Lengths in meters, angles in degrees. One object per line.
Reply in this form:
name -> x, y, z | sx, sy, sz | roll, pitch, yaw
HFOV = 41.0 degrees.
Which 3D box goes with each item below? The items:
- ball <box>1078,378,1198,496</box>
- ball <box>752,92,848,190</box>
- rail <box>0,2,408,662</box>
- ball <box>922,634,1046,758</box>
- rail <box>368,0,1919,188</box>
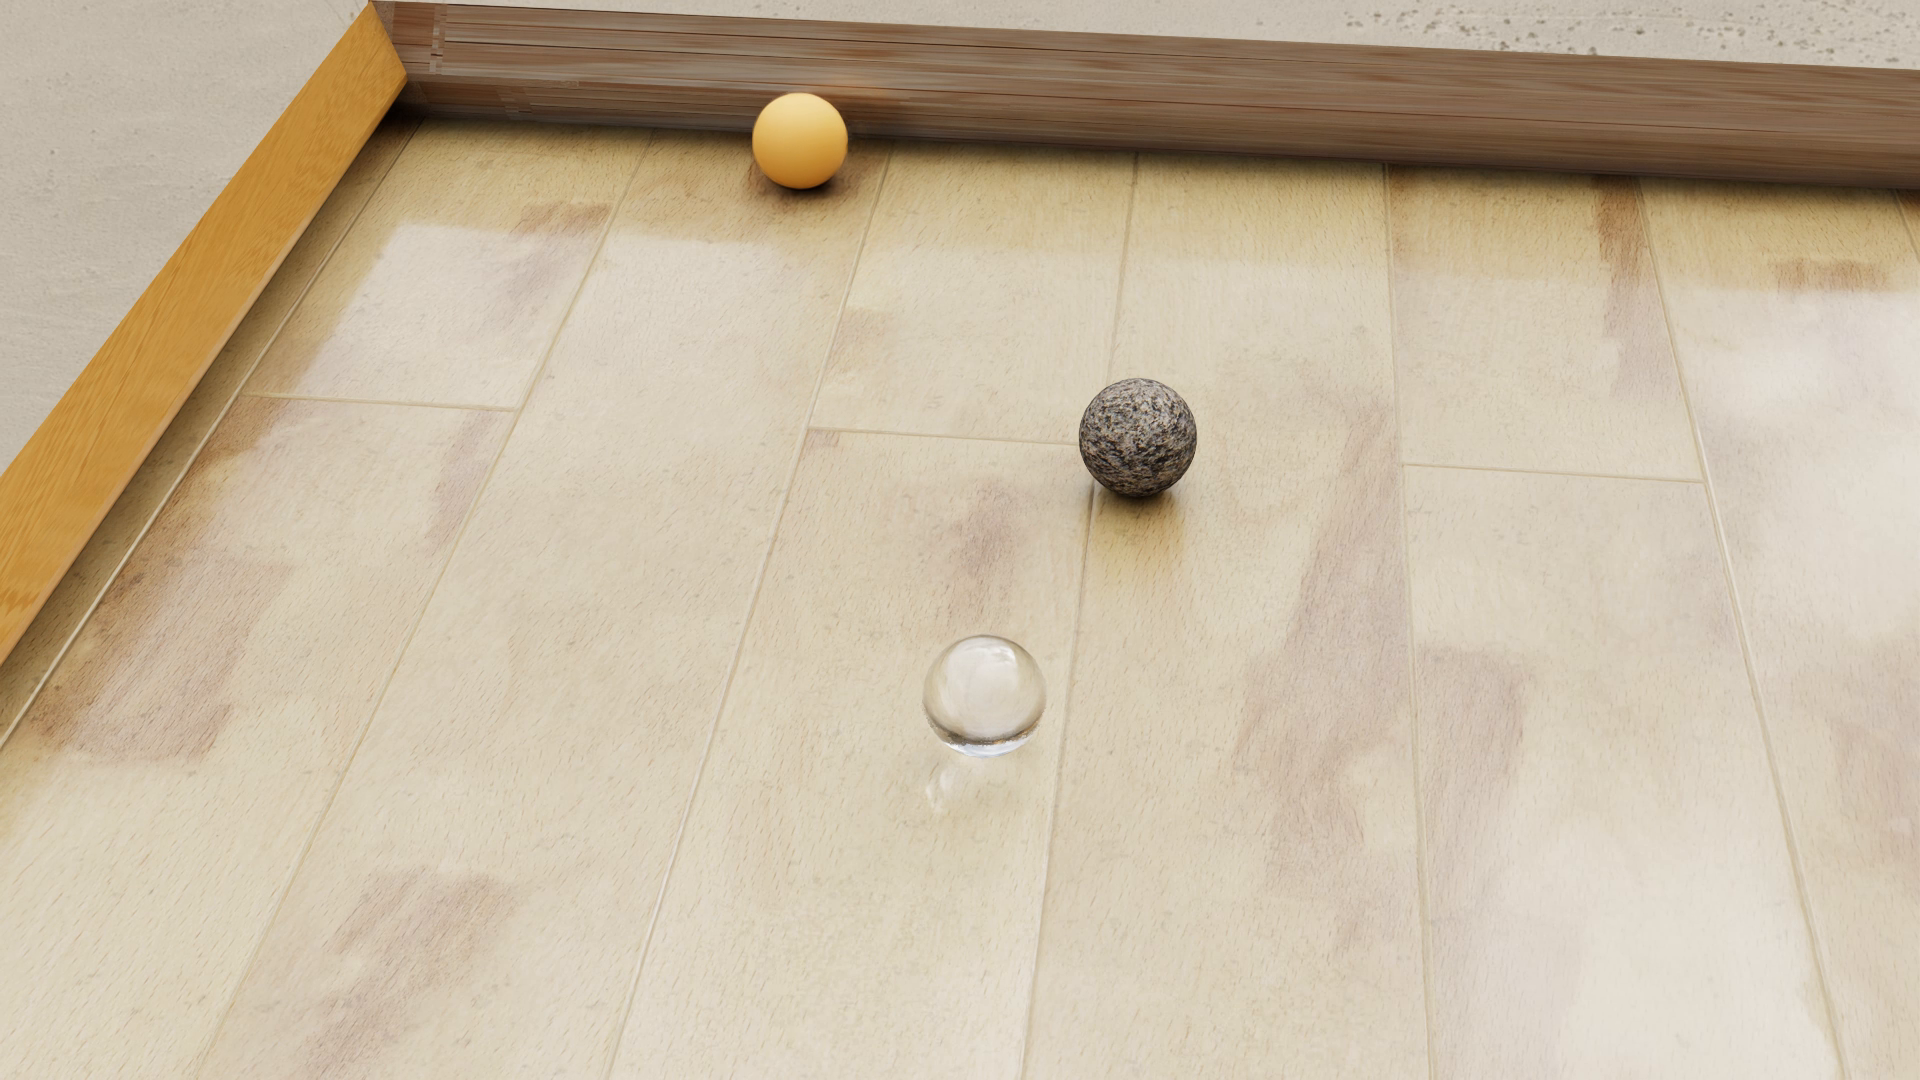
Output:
ball -> 0.144, -0.083, 2.078 | 0.096, 0.096, 0.096 | 0, 34, 0
ball -> -0.158, -0.394, 2.536 | 0.094, 0.094, 0.094 | 0, 34, 0
rail -> -0.670, -0.060, 2.017 | 0.045, 0.125, 1.571 | 4, 34, 5
ball -> 0.017, 0.109, 1.803 | 0.088, 0.088, 0.088 | 0, 34, 0
rail -> 0.779, -0.400, 2.515 | 2.792, 0.125, 0.045 | 4, 34, 5
